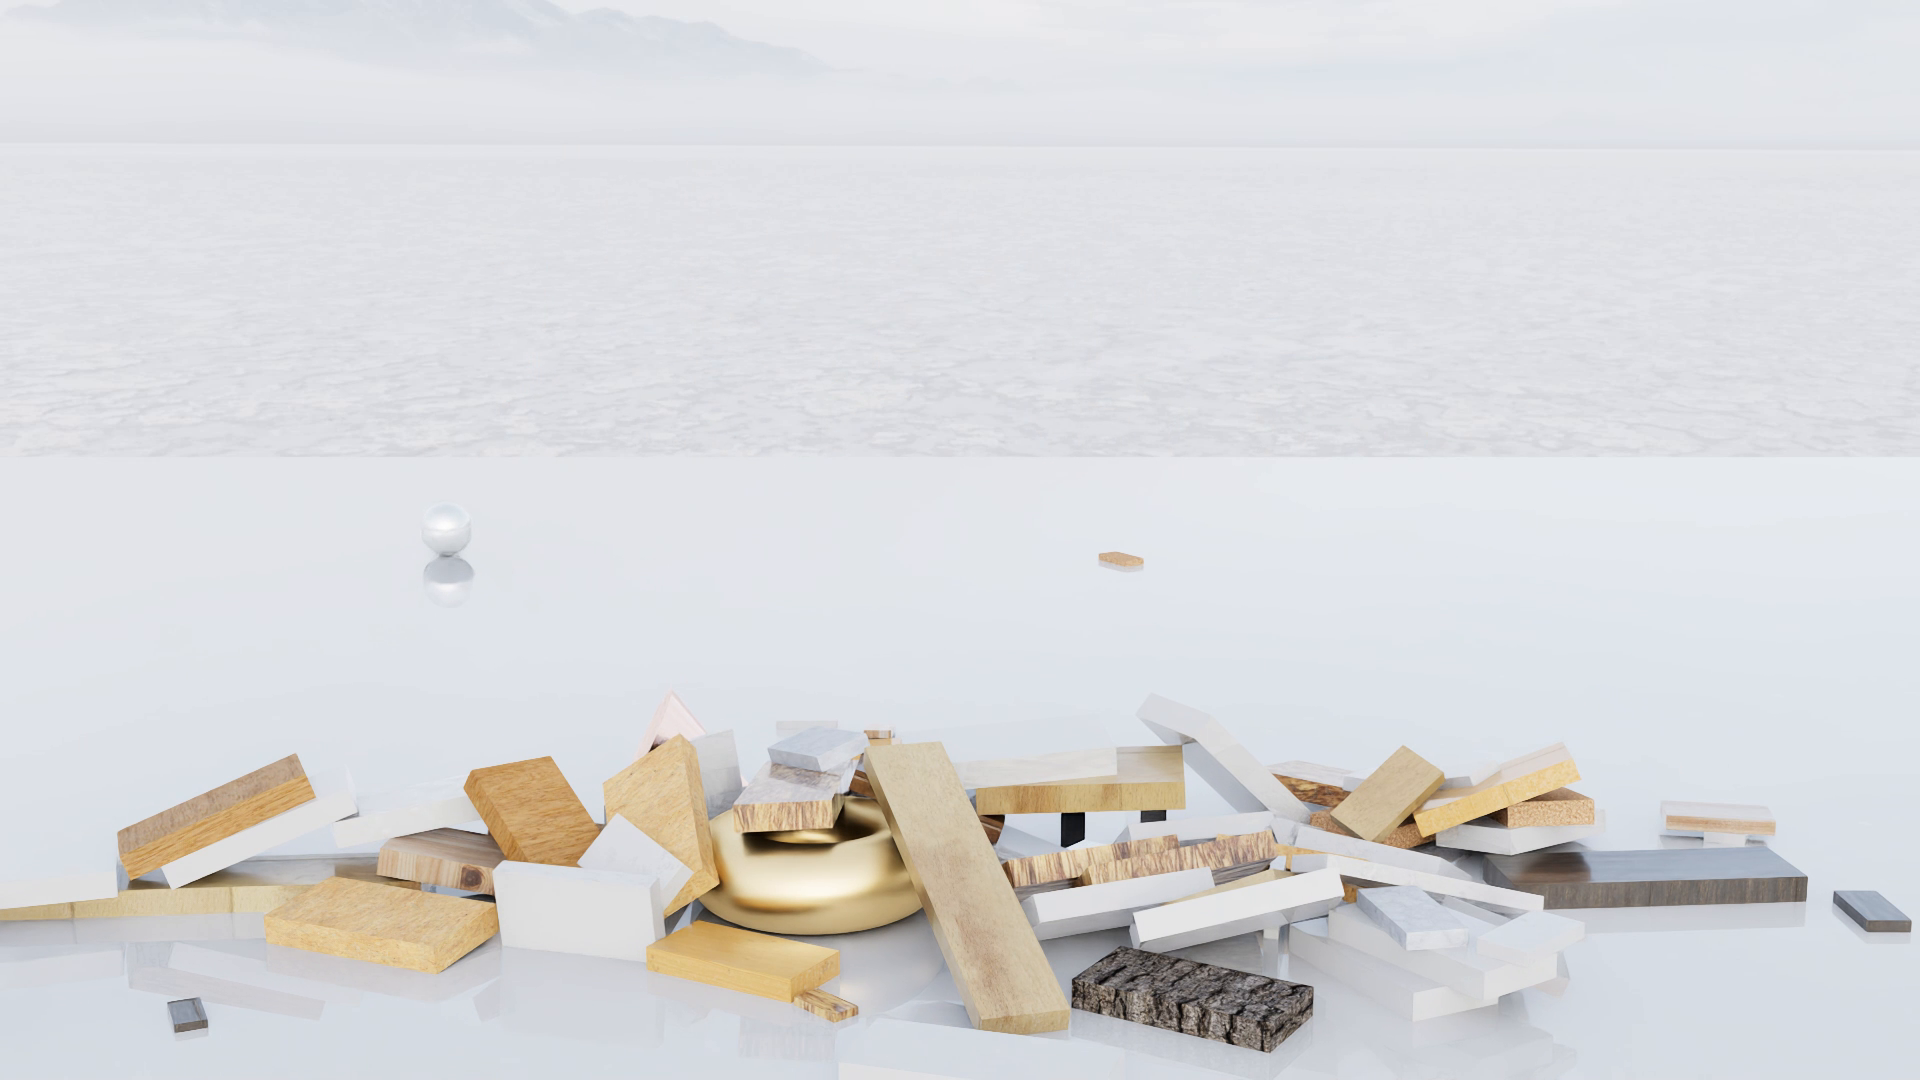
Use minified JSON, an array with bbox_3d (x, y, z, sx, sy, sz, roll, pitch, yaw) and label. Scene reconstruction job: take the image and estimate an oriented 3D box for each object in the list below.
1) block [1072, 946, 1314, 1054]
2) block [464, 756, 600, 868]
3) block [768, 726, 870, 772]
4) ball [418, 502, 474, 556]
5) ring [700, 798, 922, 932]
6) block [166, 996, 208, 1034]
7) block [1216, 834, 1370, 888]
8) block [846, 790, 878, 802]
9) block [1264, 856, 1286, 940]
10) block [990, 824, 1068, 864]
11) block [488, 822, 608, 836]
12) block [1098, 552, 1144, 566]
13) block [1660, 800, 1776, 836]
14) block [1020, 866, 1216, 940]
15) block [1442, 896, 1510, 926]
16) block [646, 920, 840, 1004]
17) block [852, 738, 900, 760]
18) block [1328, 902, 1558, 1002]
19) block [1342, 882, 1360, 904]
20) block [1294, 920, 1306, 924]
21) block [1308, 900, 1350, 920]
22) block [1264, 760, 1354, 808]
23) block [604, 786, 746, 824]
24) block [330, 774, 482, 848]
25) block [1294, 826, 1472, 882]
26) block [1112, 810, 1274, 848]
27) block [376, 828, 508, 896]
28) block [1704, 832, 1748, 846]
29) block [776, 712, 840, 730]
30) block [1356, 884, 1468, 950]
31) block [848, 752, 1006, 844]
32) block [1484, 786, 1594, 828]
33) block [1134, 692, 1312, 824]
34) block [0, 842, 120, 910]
[{"bbox_3d":[0.335,0.660,3.173,0.310,0.044,0.155,6,12,31],"label":"block"},{"bbox_3d":[-0.670,0.491,3.601,0.155,0.044,0.310,-7,47,-45],"label":"block"},{"bbox_3d":[-0.250,0.367,3.878,0.102,0.029,0.204,-23,11,-28],"label":"block"},{"bbox_3d":[-1.540,-0.034,6.594,0.160,0.160,0.160,0,11,0],"label":"ball"},{"bbox_3d":[-0.235,0.529,3.614,0.428,0.143,0.428,0,9,0],"label":"ring"},{"bbox_3d":[-1.107,0.680,3.149,0.045,0.013,0.091,-5,12,-25],"label":"block"},{"bbox_3d":[0.571,0.542,3.670,0.263,0.037,0.131,6,-15,31],"label":"block"},{"bbox_3d":[-0.138,0.496,3.917,0.268,0.038,0.134,10,14,1],"label":"block"},{"bbox_3d":[0.507,0.573,3.536,0.023,0.082,0.165,2,11,12],"label":"block"},{"bbox_3d":[0.044,0.524,3.781,0.268,0.038,0.134,18,16,29],"label":"block"},{"bbox_3d":[-0.631,0.515,3.781,0.319,0.045,0.159,4,-13,21],"label":"block"},{"bbox_3d":[0.475,0.056,6.494,0.066,0.019,0.131,-7,13,-33],"label":"block"},{"bbox_3d":[1.366,0.501,3.969,0.186,0.026,0.093,2,11,11],"label":"block"},{"bbox_3d":[0.228,0.573,3.434,0.308,0.044,0.154,-5,-21,-24],"label":"block"},{"bbox_3d":[0.795,0.606,3.353,0.023,0.082,0.165,22,-4,-35],"label":"block"},{"bbox_3d":[-0.328,0.635,3.323,0.263,0.037,0.131,6,12,29],"label":"block"},{"bbox_3d":[-0.158,0.426,4.498,0.141,0.020,0.071,-3,11,-13],"label":"block"},{"bbox_3d":[0.713,0.598,3.265,0.154,0.044,0.309,-7,13,-34],"label":"block"},{"bbox_3d":[0.668,0.577,3.475,0.165,0.023,0.082,22,-1,-13],"label":"block"},{"bbox_3d":[0.582,0.596,3.571,0.082,0.023,0.165,1,11,5],"label":"block"},{"bbox_3d":[0.592,0.586,3.519,0.109,0.015,0.054,-5,12,-26],"label":"block"},{"bbox_3d":[0.684,0.451,4.007,0.282,0.040,0.141,7,8,44],"label":"block"},{"bbox_3d":[-0.466,0.505,3.999,0.325,0.046,0.162,-5,12,-25],"label":"block"},{"bbox_3d":[-0.904,0.451,3.735,0.319,0.045,0.159,-10,9,-18],"label":"block"},{"bbox_3d":[0.708,0.539,3.683,0.263,0.037,0.131,9,-15,39],"label":"block"},{"bbox_3d":[0.396,0.516,3.766,0.263,0.037,0.131,-3,-27,-16],"label":"block"},{"bbox_3d":[-0.789,0.539,3.665,0.319,0.045,0.159,10,9,1],"label":"block"},{"bbox_3d":[1.393,0.521,3.987,0.070,0.020,0.140,5,12,24],"label":"block"},{"bbox_3d":[-0.326,0.388,4.707,0.131,0.019,0.066,0,11,-1],"label":"block"},{"bbox_3d":[0.671,0.561,3.273,0.095,0.027,0.191,-2,11,-11],"label":"block"},{"bbox_3d":[-0.053,0.438,3.789,0.268,0.038,0.134,20,12,0],"label":"block"},{"bbox_3d":[1.000,0.463,3.903,0.151,0.043,0.301,-1,2,-3],"label":"block"},{"bbox_3d":[0.479,0.408,3.898,0.351,0.050,0.175,43,-14,-29],"label":"block"},{"bbox_3d":[-1.523,0.546,3.541,0.313,0.044,0.157,-4,11,-19],"label":"block"}]
